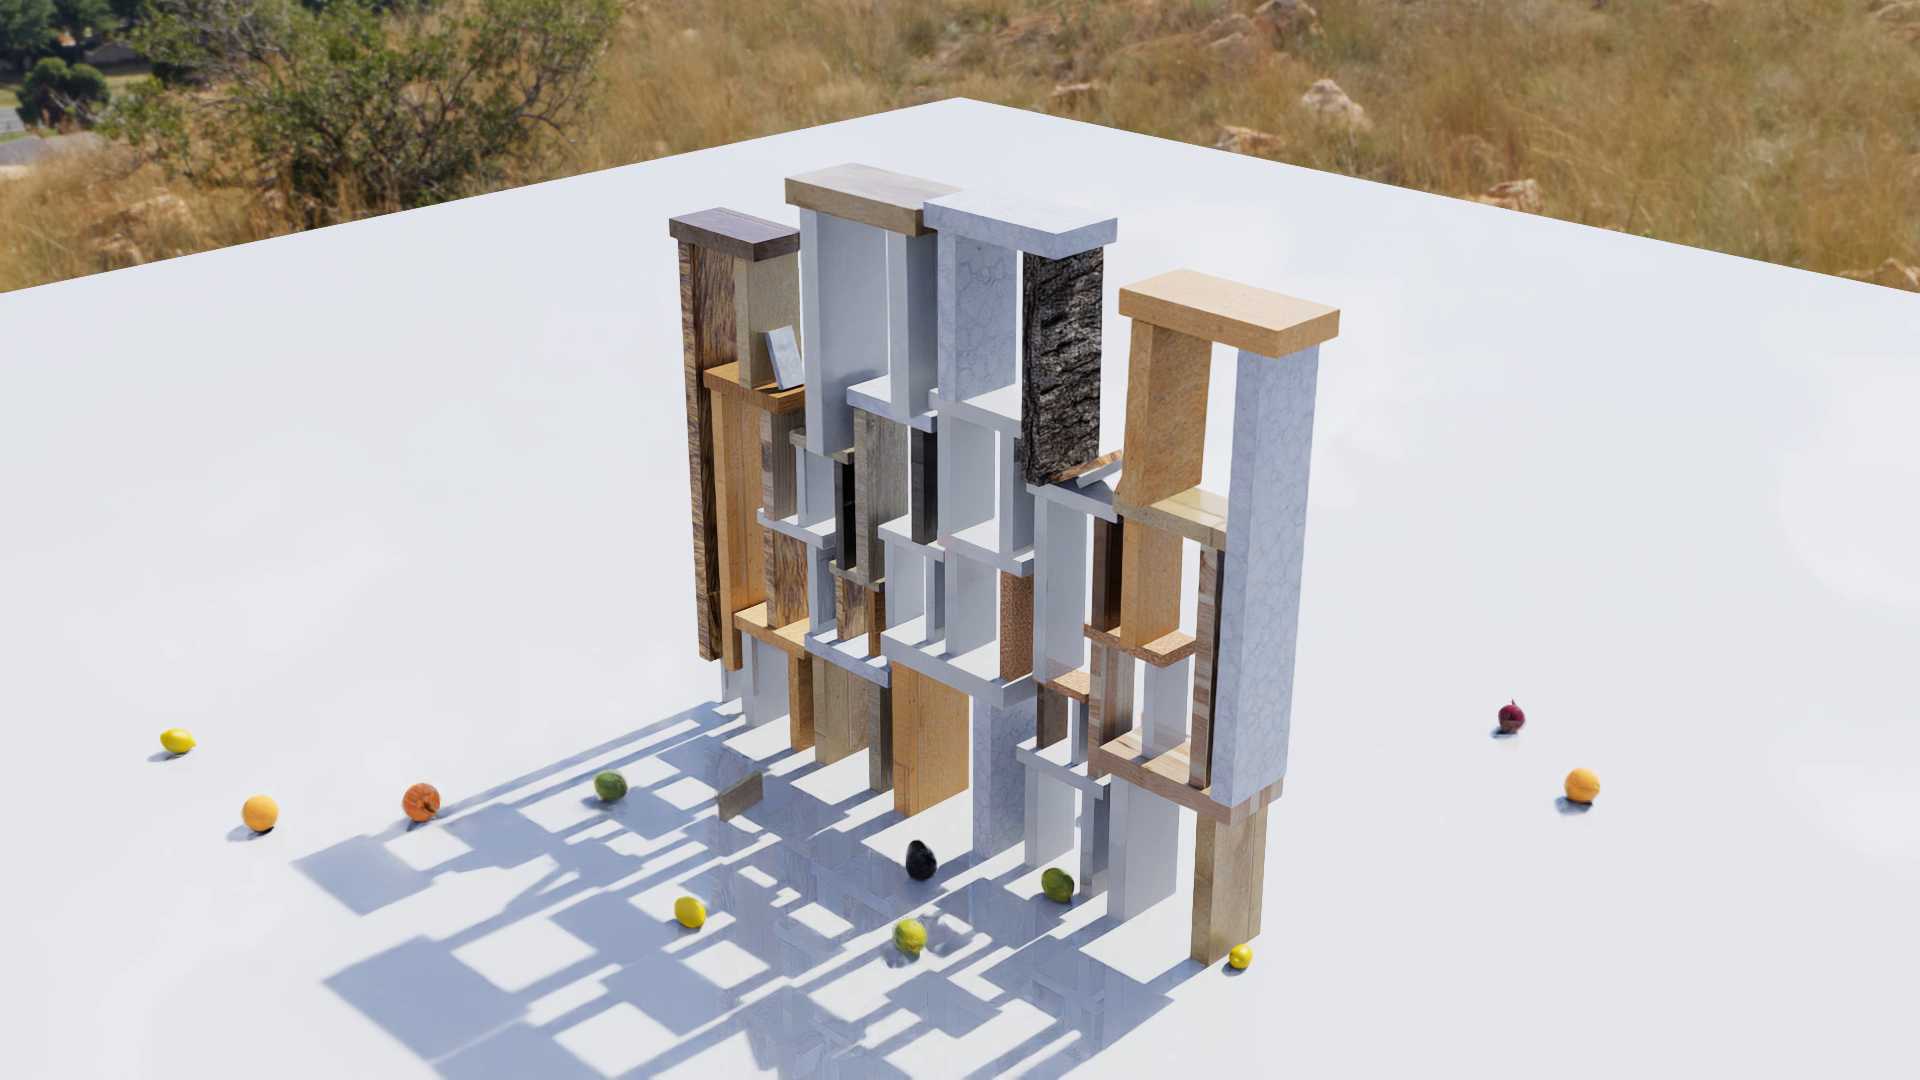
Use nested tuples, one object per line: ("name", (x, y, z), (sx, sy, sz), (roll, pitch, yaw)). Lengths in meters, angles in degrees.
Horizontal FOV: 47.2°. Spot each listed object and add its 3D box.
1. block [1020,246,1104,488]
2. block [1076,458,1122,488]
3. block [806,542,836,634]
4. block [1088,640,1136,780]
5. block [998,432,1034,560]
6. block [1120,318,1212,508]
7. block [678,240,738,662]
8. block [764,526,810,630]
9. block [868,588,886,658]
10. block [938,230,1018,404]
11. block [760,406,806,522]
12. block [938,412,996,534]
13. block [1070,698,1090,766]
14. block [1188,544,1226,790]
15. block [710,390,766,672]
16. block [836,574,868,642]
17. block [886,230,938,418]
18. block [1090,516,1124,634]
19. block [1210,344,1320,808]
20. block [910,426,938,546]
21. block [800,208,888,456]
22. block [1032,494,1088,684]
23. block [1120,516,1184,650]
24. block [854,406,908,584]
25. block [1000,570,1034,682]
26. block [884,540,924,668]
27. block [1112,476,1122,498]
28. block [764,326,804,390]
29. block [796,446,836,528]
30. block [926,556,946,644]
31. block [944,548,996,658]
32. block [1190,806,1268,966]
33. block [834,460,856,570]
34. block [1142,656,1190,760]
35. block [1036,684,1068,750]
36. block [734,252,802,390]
("block", (0.181, -0.317, 3.901), (0.159, 0.423, 0.045), (-21, 31, -40))
("block", (0.268, -0.125, 3.882), (0.063, 0.018, 0.126), (-21, -2, -41))
("block", (-0.267, 0.087, 4.559), (0.101, 0.202, 0.029), (-20, 30, -39))
("block", (0.279, 0.298, 4.053), (0.094, 0.280, 0.027), (-21, 31, -40))
("block", (0.126, -0.097, 4.050), (0.034, 0.240, 0.120), (21, 31, 40))
("block", (0.352, -0.231, 3.735), (0.046, 0.328, 0.164), (24, 32, 39))
("block", (-0.514, -0.191, 4.699), (0.135, 0.946, 0.038), (-21, 31, -41))
("block", (-0.364, 0.066, 4.648), (0.029, 0.232, 0.101), (21, 31, 41))
("block", (-0.152, 0.157, 4.460), (0.075, 0.149, 0.021), (-21, 31, -41))
("block", (0.032, -0.423, 4.018), (0.159, 0.319, 0.045), (-21, 31, -40))
("block", (-0.350, -0.169, 4.522), (0.034, 0.240, 0.120), (21, 31, 41))
("block", (0.013, -0.141, 4.155), (0.120, 0.240, 0.034), (-21, 31, -41))
("block", (0.239, 0.349, 4.120), (0.067, 0.134, 0.019), (-21, 31, -40))
("block", (0.458, 0.203, 3.811), (0.035, 0.460, 0.123), (21, 31, 40))
("block", (-0.462, -0.029, 4.707), (0.034, 0.641, 0.120), (21, 31, 41))
("block", (-0.219, 0.127, 4.530), (0.075, 0.149, 0.021), (-19, 29, -37))
("block", (-0.052, -0.420, 4.106), (0.050, 0.352, 0.176), (20, 30, 40))
("block", (0.286, 0.048, 3.938), (0.108, 0.217, 0.031), (-20, 30, -39))
("block", (0.510, 0.056, 3.695), (0.046, 0.823, 0.164), (21, 31, 38))
("block", (-0.042, -0.118, 4.232), (0.033, 0.235, 0.117), (19, 30, 38))
("block", (-0.222, -0.420, 4.283), (0.176, 0.491, 0.050), (-21, 30, -40))
("block", (0.185, 0.078, 4.064), (0.108, 0.370, 0.031), (-21, 31, -40))
("block", (0.339, 0.059, 3.877), (0.035, 0.246, 0.123), (21, 31, 40))
("block", (-0.155, -0.102, 4.358), (0.033, 0.364, 0.117), (19, 30, 38))
("block", (0.125, 0.146, 4.147), (0.110, 0.220, 0.031), (-21, 31, -41))
("block", (-0.110, 0.118, 4.392), (0.025, 0.275, 0.089), (18, 29, 36))
("block", (0.313, -0.125, 3.833), (0.063, 0.126, 0.018), (-21, 56, -41))
("block", (-0.353, -0.368, 4.447), (0.060, 0.120, 0.017), (-21, 10, -40))
("block", (-0.292, -0.121, 4.493), (0.087, 0.175, 0.025), (-21, 31, -41))
("block", (-0.027, 0.104, 4.300), (0.025, 0.178, 0.089), (21, 31, 41))
("block", (0.021, 0.106, 4.243), (0.031, 0.220, 0.110), (21, 31, 41))
("block", (0.485, 0.602, 3.956), (0.043, 0.302, 0.151), (21, 31, 40))
("block", (-0.211, -0.061, 4.428), (0.025, 0.234, 0.087), (21, 31, 41))
("block", (0.369, 0.291, 3.952), (0.027, 0.188, 0.094), (21, 31, 40))
("block", (0.176, 0.324, 4.179), (0.067, 0.134, 0.019), (-21, 31, -40))
("block", (-0.387, -0.452, 4.448), (0.135, 0.271, 0.038), (-21, 31, -40))
